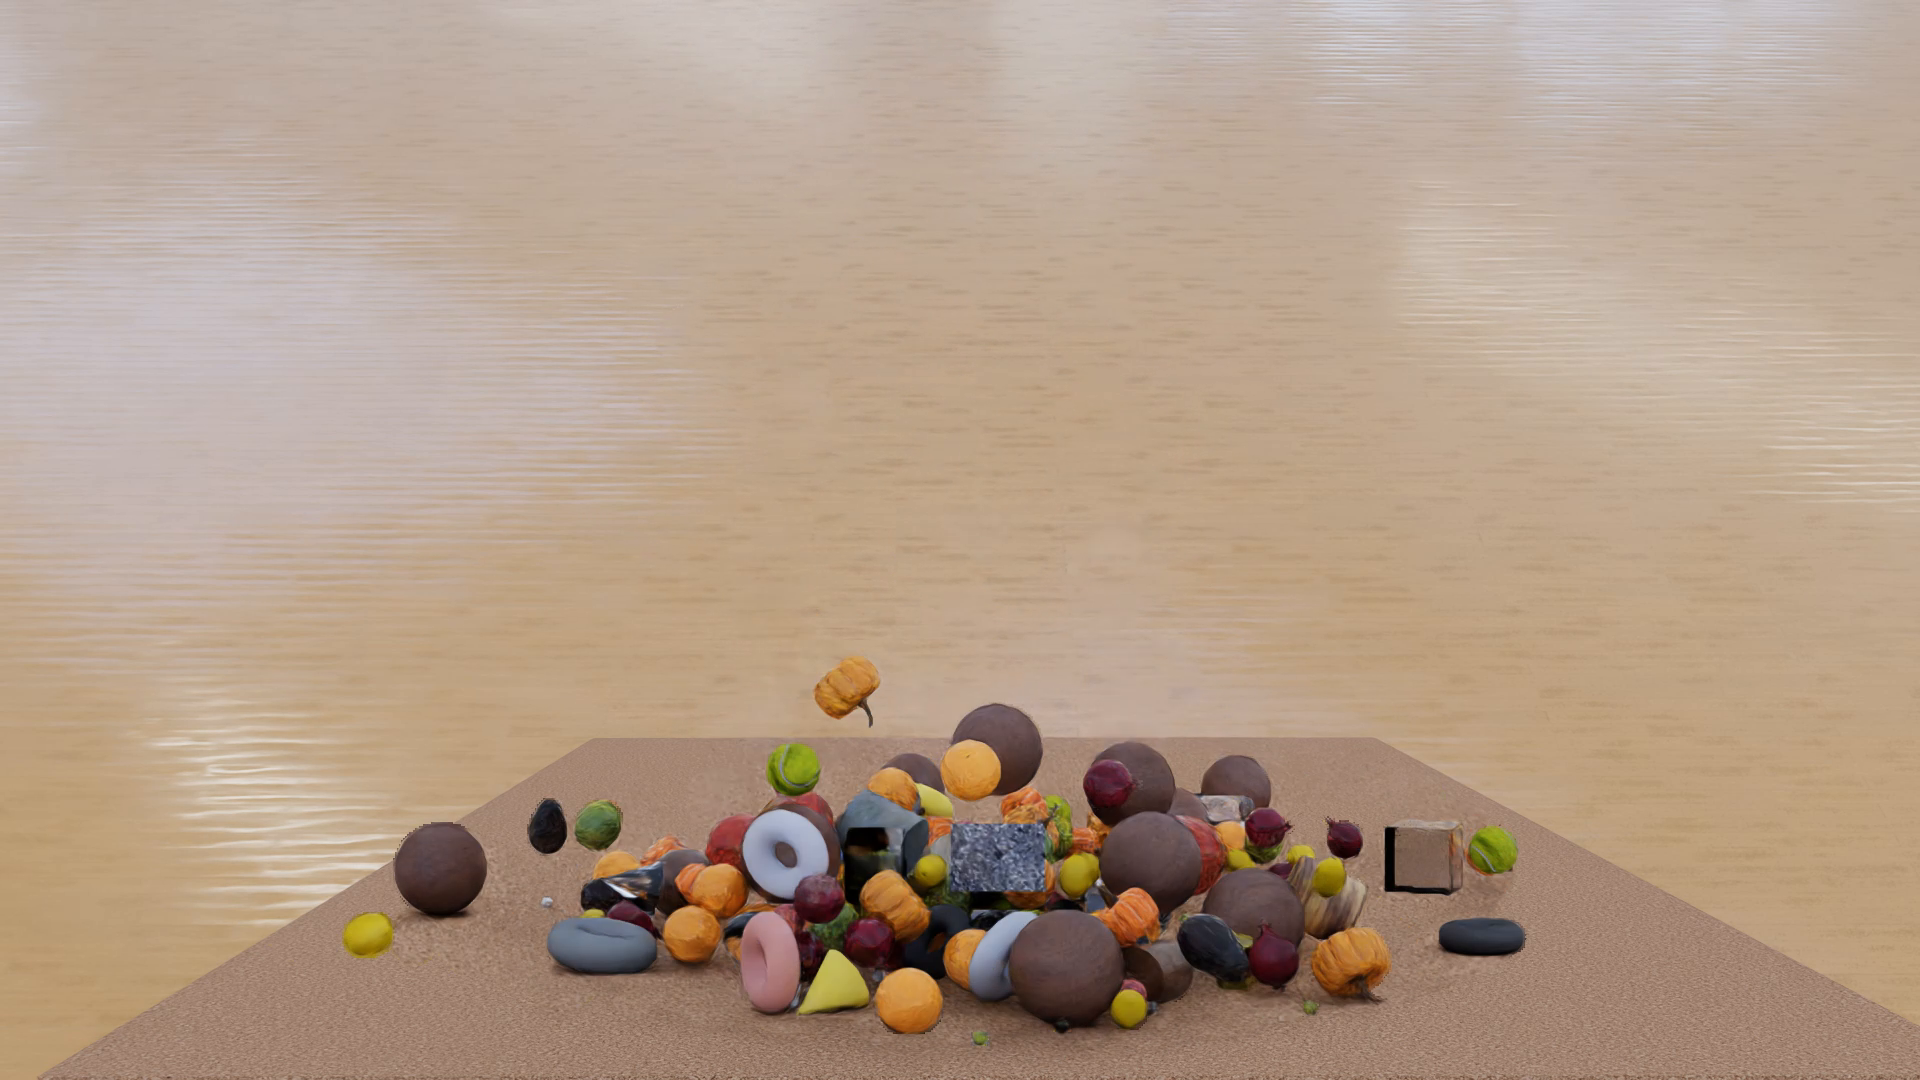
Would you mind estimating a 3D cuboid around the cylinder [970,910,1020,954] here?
[{"bbox_3d":[0.048,0.506,3.340,0.057,0.057,0.057,-2,27,16],"label":"cylinder"}]

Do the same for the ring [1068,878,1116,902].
[{"bbox_3d":[0.203,0.518,3.812,0.087,0.029,0.087,1,0,0],"label":"ring"}]

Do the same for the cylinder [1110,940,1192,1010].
[{"bbox_3d":[0.222,0.504,2.999,0.071,0.071,0.071,19,11,31],"label":"cylinder"}]

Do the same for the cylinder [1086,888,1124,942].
[{"bbox_3d":[0.202,0.503,3.475,0.063,0.063,0.063,0,1,0],"label":"cylinder"}]

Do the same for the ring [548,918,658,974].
[{"bbox_3d":[-0.449,0.510,3.249,0.140,0.047,0.140,9,5,-1],"label":"ring"}]

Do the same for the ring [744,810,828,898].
[{"bbox_3d":[-0.212,0.384,3.151,0.113,0.113,0.038,13,20,22],"label":"ring"}]

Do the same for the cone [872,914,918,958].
[{"bbox_3d":[-0.080,0.487,3.235,0.074,0.074,0.074,28,19,-24],"label":"cone"}]

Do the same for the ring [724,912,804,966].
[{"bbox_3d":[-0.241,0.497,3.175,0.106,0.106,0.035,8,46,15],"label":"ring"}]

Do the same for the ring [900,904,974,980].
[{"bbox_3d":[-0.028,0.493,3.166,0.101,0.034,0.101,-23,43,23],"label":"ring"}]

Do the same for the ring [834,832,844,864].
[{"bbox_3d":[-0.149,0.442,3.651,0.028,0.084,0.084,-31,26,12],"label":"ring"}]

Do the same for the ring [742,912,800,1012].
[{"bbox_3d":[-0.217,0.482,2.949,0.039,0.116,0.116,0,26,-27],"label":"ring"}]

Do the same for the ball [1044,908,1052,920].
[{"bbox_3d":[0.137,0.510,3.435,0.051,0.051,0.051,0,28,0],"label":"ball"}]

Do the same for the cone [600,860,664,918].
[{"bbox_3d":[-0.412,0.429,3.220,0.072,0.072,0.072,12,27,-9],"label":"cone"}]

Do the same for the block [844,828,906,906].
[{"bbox_3d":[-0.107,0.412,3.265,0.071,0.071,0.071,-1,22,4],"label":"block"}]

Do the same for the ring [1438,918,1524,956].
[{"bbox_3d":[0.679,0.517,3.371,0.110,0.037,0.110,-1,0,0],"label":"ring"}]

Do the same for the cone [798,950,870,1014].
[{"bbox_3d":[-0.158,0.522,2.957,0.077,0.077,0.077,-32,41,-30],"label":"cone"}]

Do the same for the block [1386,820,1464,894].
[{"bbox_3d":[0.707,0.482,3.931,0.098,0.098,0.098,0,1,23],"label":"block"}]

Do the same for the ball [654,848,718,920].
[{"bbox_3d":[-0.389,0.484,3.635,0.100,0.100,0.100,0,28,0],"label":"ball"}]

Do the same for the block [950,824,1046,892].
[{"bbox_3d":[0.048,0.395,3.216,0.083,0.083,0.083,5,-9,-40],"label":"block"}]

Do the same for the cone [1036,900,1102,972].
[{"bbox_3d":[0.110,0.515,3.249,0.097,0.097,0.097,-32,11,33],"label":"cone"}]

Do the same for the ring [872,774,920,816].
[{"bbox_3d":[-0.106,0.426,4.027,0.042,0.126,0.126,17,18,-32],"label":"ring"}]

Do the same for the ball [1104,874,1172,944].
[{"bbox_3d":[0.234,0.486,3.406,0.090,0.090,0.090,0,28,0],"label":"ball"}]

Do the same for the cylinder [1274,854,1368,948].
[{"bbox_3d":[0.470,0.472,3.373,0.091,0.091,0.091,27,32,1],"label":"cylinder"}]

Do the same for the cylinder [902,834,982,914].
[{"bbox_3d":[-0.026,0.459,3.486,0.093,0.093,0.093,20,51,-26],"label":"cylinder"}]

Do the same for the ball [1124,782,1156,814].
[{"bbox_3d":[0.344,0.492,4.931,0.058,0.058,0.058,0,28,0],"label":"ball"}]

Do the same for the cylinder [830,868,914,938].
[{"bbox_3d":[-0.116,0.467,3.441,0.092,0.092,0.092,15,19,-5],"label":"cylinder"}]

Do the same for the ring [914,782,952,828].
[{"bbox_3d":[-0.078,0.436,4.264,0.137,0.137,0.046,9,67,17],"label":"ring"}]

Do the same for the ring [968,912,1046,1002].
[{"bbox_3d":[0.055,0.481,2.983,0.039,0.117,0.117,32,41,30],"label":"ring"}]

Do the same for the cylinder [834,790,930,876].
[{"bbox_3d":[-0.102,0.387,3.394,0.090,0.090,0.090,26,37,23],"label":"cylinder"}]

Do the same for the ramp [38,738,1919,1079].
[{"bbox_3d":[0.064,0.574,4.618,2.000,0.100,4.000,0,1,0],"label":"ramp"}]

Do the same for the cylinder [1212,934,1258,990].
[{"bbox_3d":[0.331,0.507,3.106,0.051,0.051,0.051,-8,14,2],"label":"cylinder"}]
